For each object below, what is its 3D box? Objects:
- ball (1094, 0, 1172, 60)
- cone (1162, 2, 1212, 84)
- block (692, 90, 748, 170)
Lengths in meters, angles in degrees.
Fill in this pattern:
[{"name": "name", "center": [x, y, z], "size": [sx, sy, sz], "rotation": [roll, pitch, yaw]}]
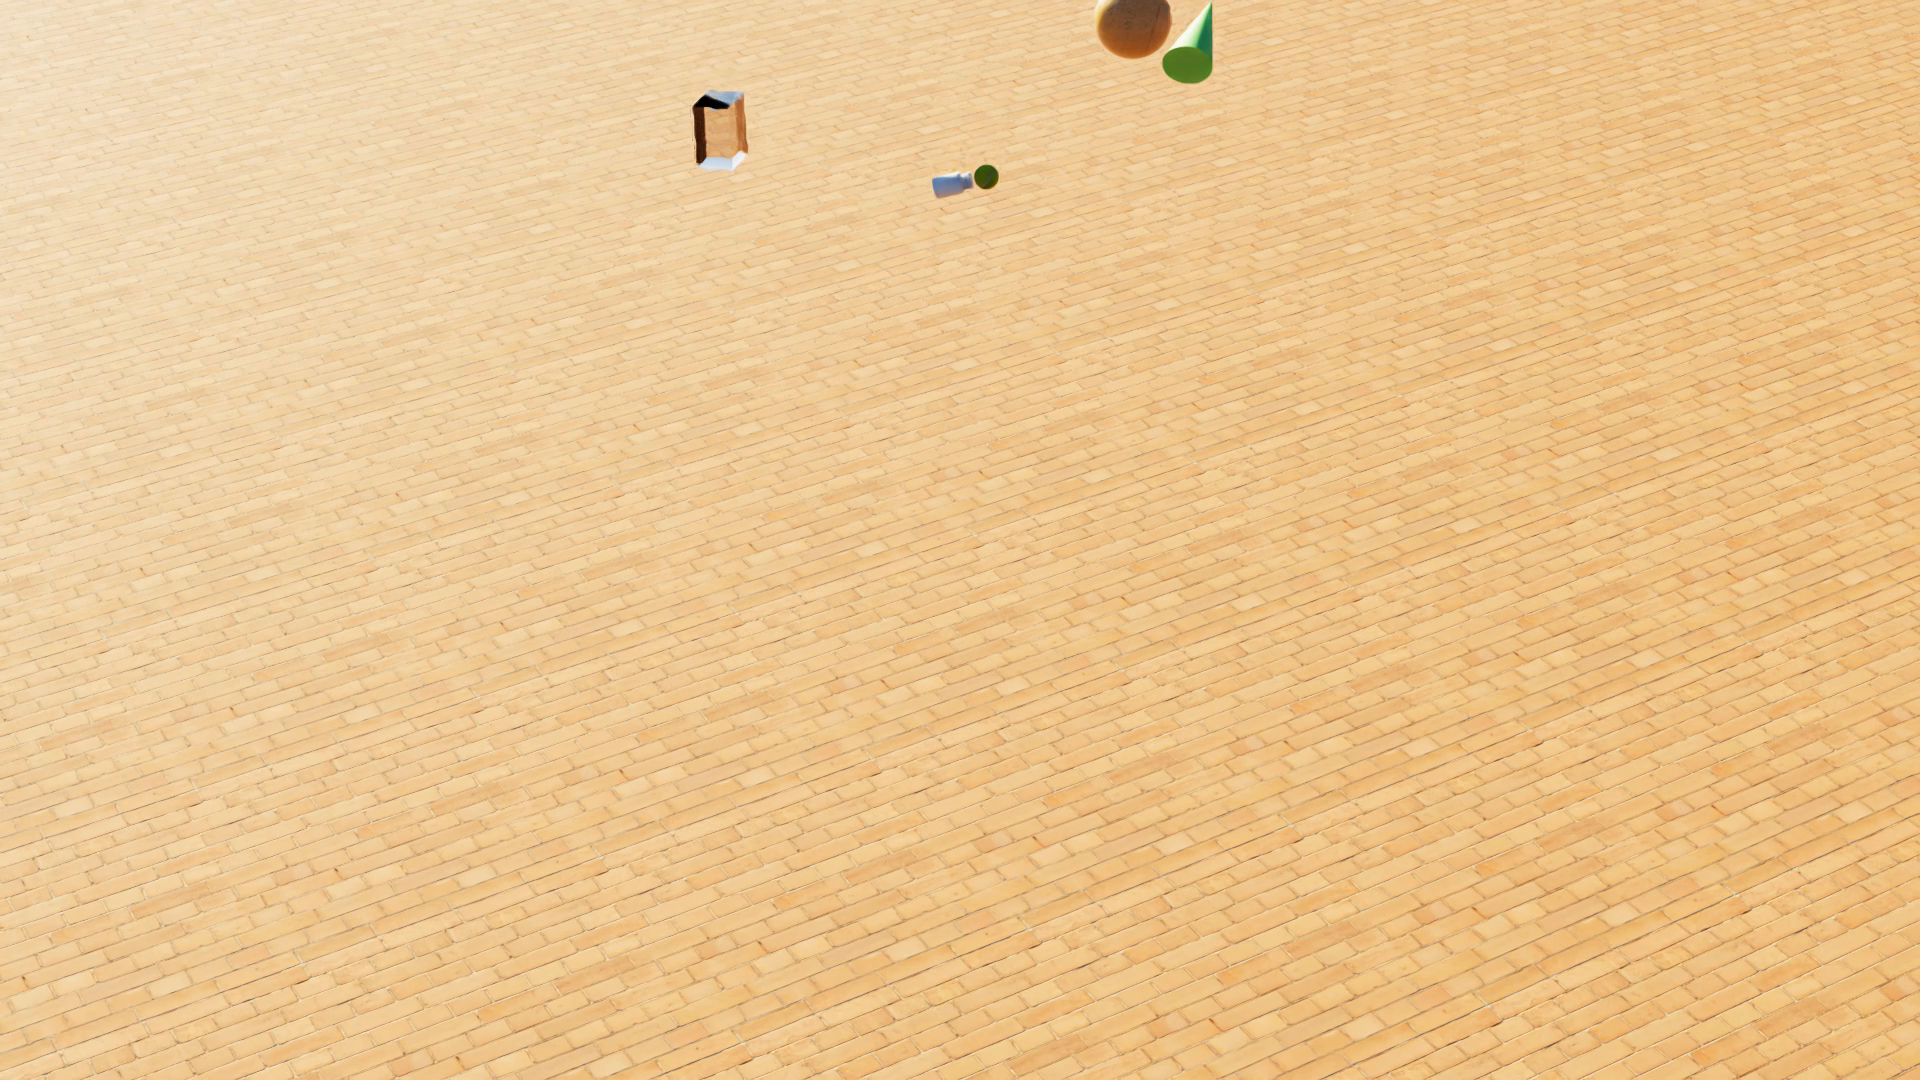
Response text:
[{"name": "ball", "center": [0.513, -1.543, 8.697], "size": [0.232, 0.232, 0.232], "rotation": [0, 33, 0]}, {"name": "cone", "center": [0.769, -1.626, 9.387], "size": [0.159, 0.251, 0.256], "rotation": [24, 71, -7]}, {"name": "block", "center": [-0.698, -1.196, 8.555], "size": [0.109, 0.189, 0.136], "rotation": [6, 31, 14]}]
